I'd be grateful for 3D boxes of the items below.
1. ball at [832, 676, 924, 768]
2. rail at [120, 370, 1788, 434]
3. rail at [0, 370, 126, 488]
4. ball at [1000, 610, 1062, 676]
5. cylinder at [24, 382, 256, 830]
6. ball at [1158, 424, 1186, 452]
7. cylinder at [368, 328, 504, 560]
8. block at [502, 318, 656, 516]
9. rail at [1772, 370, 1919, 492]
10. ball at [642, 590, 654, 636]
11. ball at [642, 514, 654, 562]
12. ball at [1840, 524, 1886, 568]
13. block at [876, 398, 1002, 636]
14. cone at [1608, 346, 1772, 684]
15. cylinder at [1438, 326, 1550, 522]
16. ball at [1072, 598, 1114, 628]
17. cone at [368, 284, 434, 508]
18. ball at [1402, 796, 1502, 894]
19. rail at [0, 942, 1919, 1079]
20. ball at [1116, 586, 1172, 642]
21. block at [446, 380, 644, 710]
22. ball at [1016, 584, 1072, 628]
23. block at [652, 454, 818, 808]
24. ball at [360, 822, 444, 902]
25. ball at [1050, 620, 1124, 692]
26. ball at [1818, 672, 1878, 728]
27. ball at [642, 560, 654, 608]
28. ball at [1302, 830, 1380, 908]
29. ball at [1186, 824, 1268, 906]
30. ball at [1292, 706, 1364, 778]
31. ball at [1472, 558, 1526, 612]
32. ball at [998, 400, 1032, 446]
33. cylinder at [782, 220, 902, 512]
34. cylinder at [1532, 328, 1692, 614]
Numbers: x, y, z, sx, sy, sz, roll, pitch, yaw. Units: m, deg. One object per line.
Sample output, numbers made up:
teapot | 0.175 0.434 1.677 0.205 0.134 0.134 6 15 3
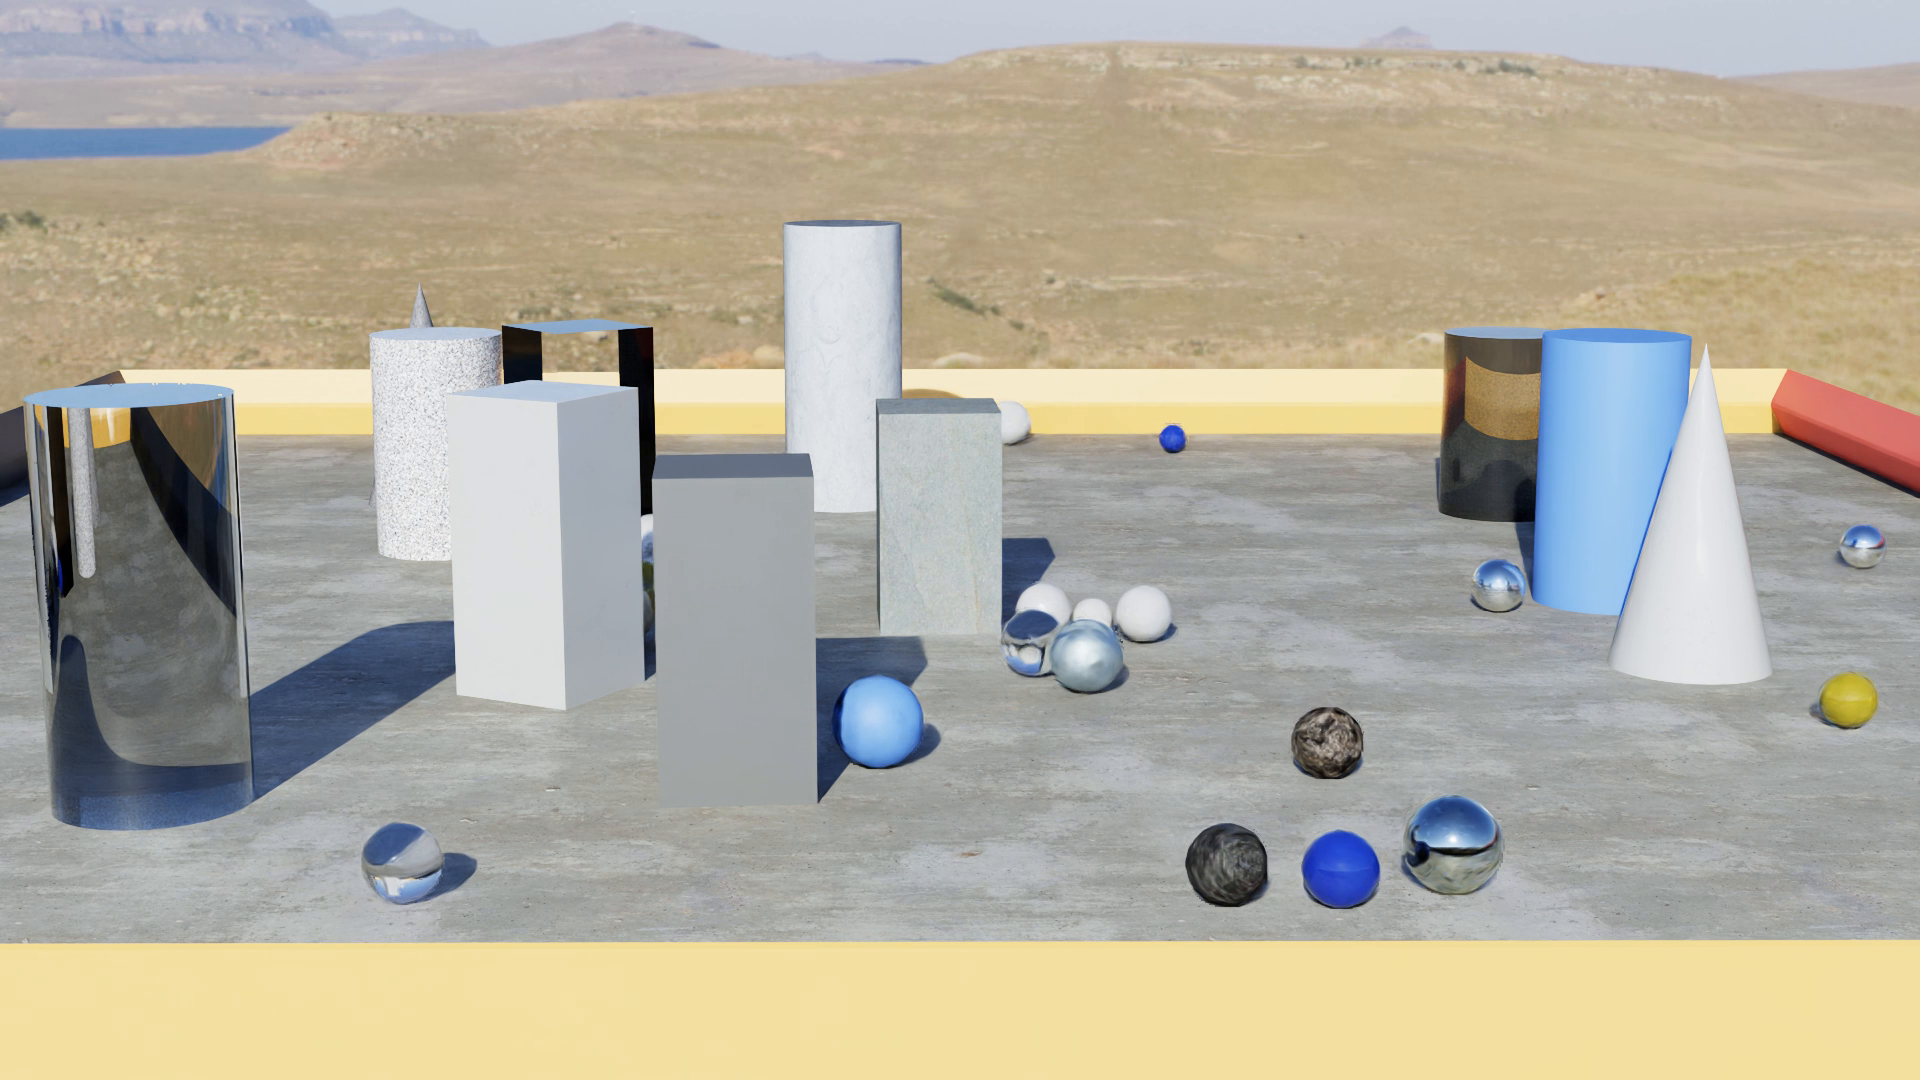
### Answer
ball | -0.086 0.190 2.690 0.096 0.096 0.096 0 11 0
rail | -0.010 -0.272 5.093 3.322 0.127 0.045 0 11 0
rail | -1.637 0.034 3.440 0.045 0.127 3.391 0 11 0
ball | 0.089 0.124 3.093 0.080 0.080 0.080 0 11 0
cylinder | -0.806 0.061 2.529 0.196 0.410 0.196 0 11 0
ball | 0.405 -0.193 4.878 0.052 0.052 0.052 0 11 0
cylinder | -0.787 -0.148 3.882 0.196 0.328 0.196 0 11 0
block | -0.547 -0.130 3.700 0.157 0.358 0.157 -8 13 -38
rail | 1.637 0.031 3.458 0.045 0.127 3.391 0 11 0
ball | -0.430 0.093 3.252 0.082 0.082 0.082 0 11 0
ball | -0.435 0.012 3.650 0.098 0.098 0.098 0 11 0
ball | 1.322 0.009 3.757 0.064 0.064 0.064 0 11 0
block | -0.029 -0.033 3.371 0.157 0.288 0.157 -1 11 -3
cone | 0.895 -0.041 3.114 0.196 0.396 0.196 0 11 0
cylinder | 0.889 -0.192 4.205 0.196 0.296 0.196 0 11 0
ball | 0.170 0.101 3.289 0.053 0.053 0.053 0 11 0
cone | -0.897 -0.247 4.294 0.196 0.371 0.196 0 11 0
ball | 0.438 0.271 2.281 0.088 0.088 0.088 0 11 0
rail | 0.010 0.338 1.805 3.322 0.127 0.045 0 11 0
ball | 0.235 0.095 3.273 0.072 0.072 0.072 0 11 0
block | -0.483 0.001 3.004 0.157 0.354 0.157 6 12 28
ball | 0.107 0.092 3.288 0.072 0.072 0.072 0 11 0
block | -0.227 0.088 2.599 0.157 0.331 0.157 -1 11 -5
ball | -0.491 0.283 2.257 0.071 0.071 0.071 0 11 0
ball | 0.148 0.136 3.010 0.086 0.086 0.086 0 11 0
ball | 0.987 0.178 2.851 0.062 0.062 0.062 0 11 0
ball | -0.422 0.065 3.427 0.074 0.074 0.074 0 11 0
ball | 0.333 0.288 2.244 0.067 0.067 0.067 0 11 0
ball | 0.234 0.284 2.250 0.072 0.072 0.072 0 11 0
ball | 0.380 0.209 2.651 0.074 0.074 0.074 0 11 0
ball | 0.725 0.061 3.456 0.072 0.072 0.072 0 11 0
ball | 0.095 -0.227 4.970 0.087 0.087 0.087 0 11 0
cylinder | -0.195 -0.293 4.279 0.196 0.468 0.196 0 11 0
cylinder | 0.888 -0.097 3.502 0.196 0.365 0.196 0 11 0
